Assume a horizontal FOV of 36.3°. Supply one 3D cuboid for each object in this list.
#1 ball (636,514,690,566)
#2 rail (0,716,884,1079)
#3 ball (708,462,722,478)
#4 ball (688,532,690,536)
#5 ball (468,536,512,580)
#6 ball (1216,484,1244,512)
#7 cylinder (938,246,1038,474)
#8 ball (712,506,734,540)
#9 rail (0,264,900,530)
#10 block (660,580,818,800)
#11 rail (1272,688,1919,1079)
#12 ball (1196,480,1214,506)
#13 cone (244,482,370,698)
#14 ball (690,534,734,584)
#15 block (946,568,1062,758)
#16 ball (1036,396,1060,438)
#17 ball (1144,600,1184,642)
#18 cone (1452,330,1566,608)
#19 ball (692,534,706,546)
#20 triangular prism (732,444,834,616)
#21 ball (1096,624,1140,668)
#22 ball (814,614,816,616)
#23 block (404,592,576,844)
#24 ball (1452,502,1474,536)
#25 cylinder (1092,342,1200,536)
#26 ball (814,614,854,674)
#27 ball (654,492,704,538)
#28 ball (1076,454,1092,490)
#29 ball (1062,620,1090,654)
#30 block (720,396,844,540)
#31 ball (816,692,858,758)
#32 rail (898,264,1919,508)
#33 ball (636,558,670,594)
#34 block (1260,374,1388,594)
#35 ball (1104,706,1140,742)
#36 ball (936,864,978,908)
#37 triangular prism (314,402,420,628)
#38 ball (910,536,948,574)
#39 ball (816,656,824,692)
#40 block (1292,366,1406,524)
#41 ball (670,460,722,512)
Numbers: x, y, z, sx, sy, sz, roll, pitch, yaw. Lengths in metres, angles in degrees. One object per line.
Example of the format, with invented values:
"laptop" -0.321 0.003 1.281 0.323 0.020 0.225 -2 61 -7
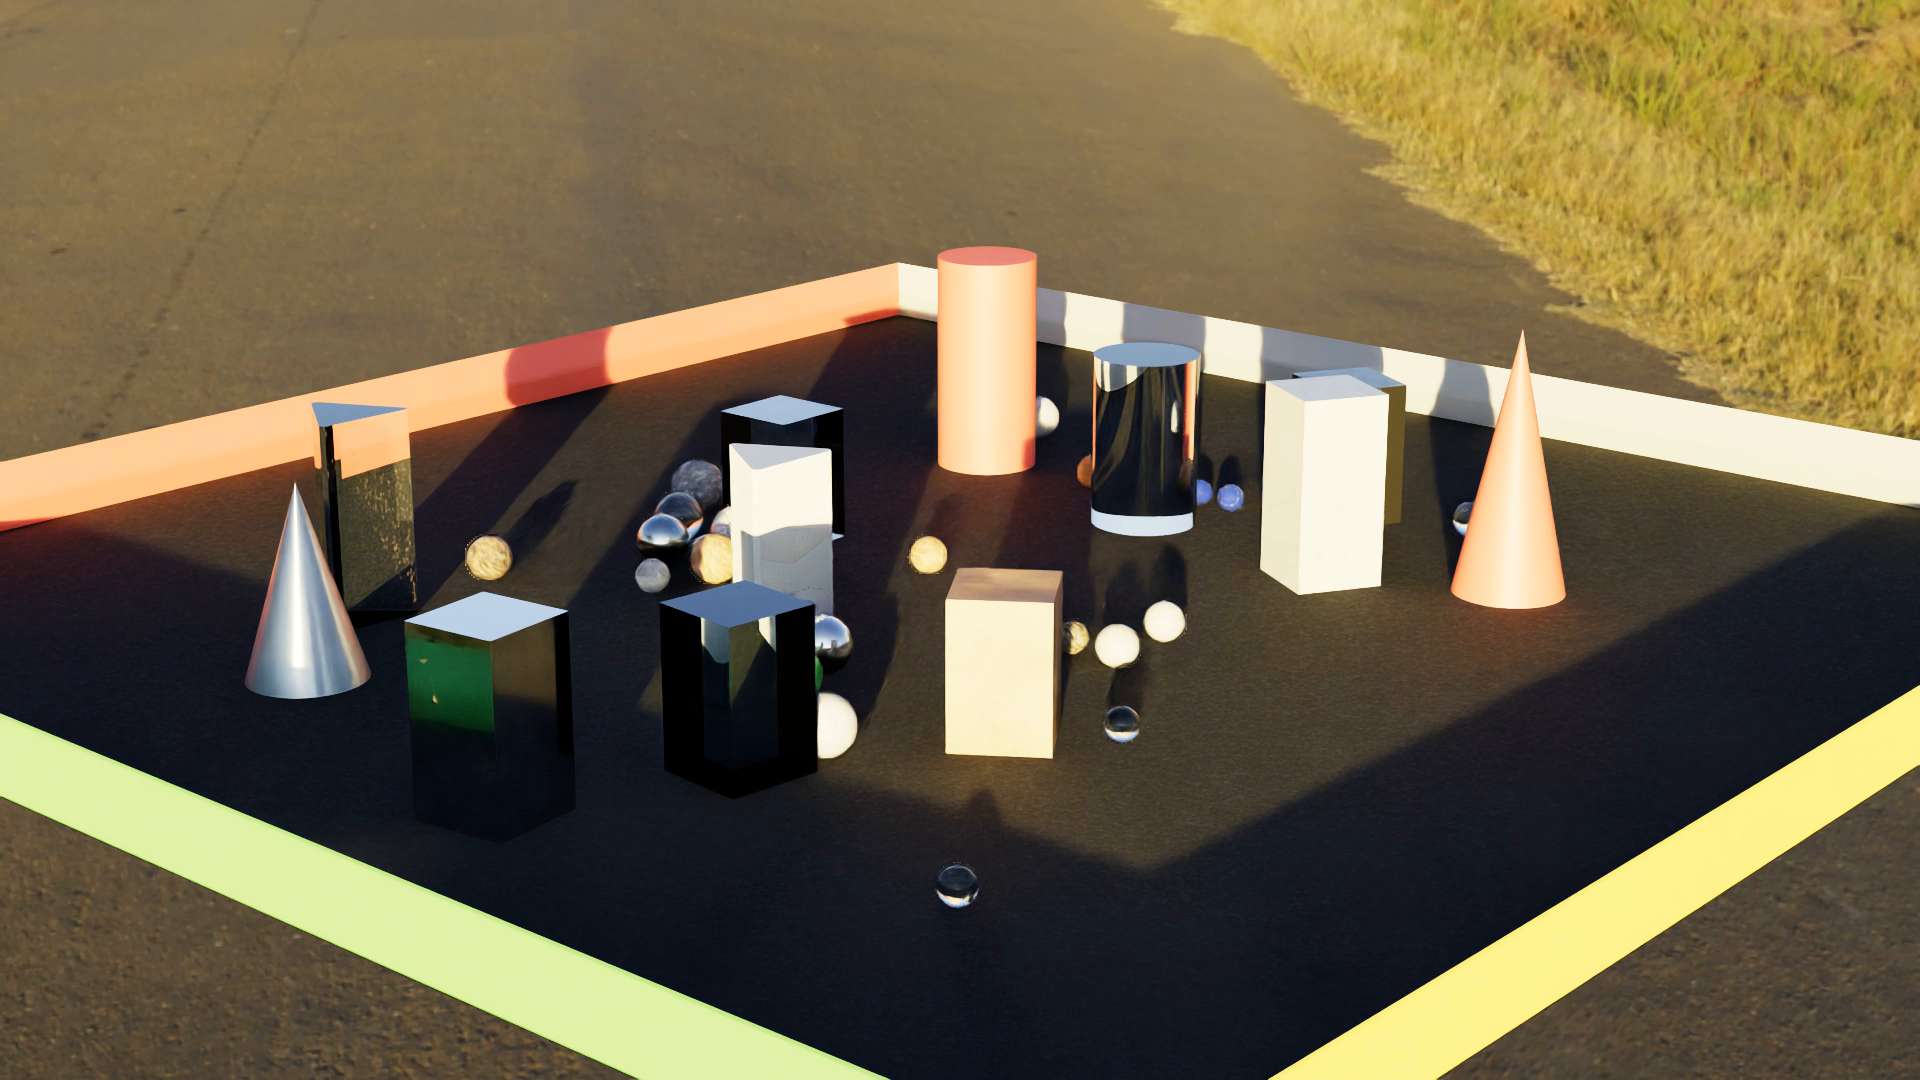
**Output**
"ball" -0.535 0.002 5.286 0.095 0.095 0.095 0 17 0
"rail" -1.051 0.382 3.961 3.234 0.130 0.045 14 22 39
"ball" -0.498 -0.121 5.753 0.061 0.061 0.061 0 17 0
"ball" -0.517 -0.002 5.384 0.045 0.045 0.045 0 17 0
"ball" -0.836 0.031 5.213 0.080 0.080 0.080 0 17 0
"ball" 0.520 -0.081 5.635 0.052 0.052 0.052 0 17 0
"cylinder" 0.055 -0.363 5.924 0.200 0.426 0.200 0 17 0
"ball" -0.410 -0.019 5.366 0.089 0.089 0.089 0 17 0
"rail" -1.203 -0.269 6.120 0.045 0.130 3.254 14 22 39
"block" -0.323 0.216 4.286 0.160 0.260 0.160 -15 22 -41
"rail" 1.203 0.334 4.120 0.045 0.130 3.254 14 22 39
"ball" 0.466 -0.092 5.676 0.049 0.049 0.049 0 17 0
"cone" -1.049 0.065 4.674 0.200 0.327 0.200 0 17 0
"ball" -0.434 0.033 5.193 0.089 0.089 0.089 0 17 0
"block" 0.068 0.184 4.426 0.160 0.243 0.160 2 17 6
"ball" 0.166 -0.258 6.163 0.086 0.086 0.086 0 17 0
"ball" 0.341 0.136 4.886 0.069 0.069 0.069 0 17 0
"cone" 0.964 -0.136 5.090 0.200 0.470 0.200 0 17 0
"ball" -0.458 0.019 5.297 0.056 0.056 0.056 0 17 0
"triangular prism" -0.328 0.003 4.905 0.150 0.312 0.173 15 22 41
"ball" 0.256 0.172 4.761 0.072 0.072 0.072 0 17 0
"ball" -0.273 0.146 4.823 0.085 0.085 0.085 0 17 0
"block" -0.658 0.247 4.121 0.160 0.296 0.160 11 20 32
"ball" 0.953 -0.038 5.464 0.068 0.068 0.068 0 17 0
"cylinder" 0.349 -0.192 5.529 0.200 0.325 0.200 0 17 0
"ball" -0.220 0.169 4.730 0.096 0.096 0.096 0 17 0
"ball" -0.522 -0.043 5.441 0.091 0.091 0.091 0 17 0
"ball" 0.264 -0.134 5.780 0.070 0.070 0.070 0 17 0
"ball" 0.185 0.160 4.828 0.055 0.055 0.055 0 17 0
"block" -0.328 -0.122 5.436 0.160 0.246 0.160 14 22 38
"ball" -0.201 0.276 4.367 0.100 0.100 0.100 0 17 0
"rail" 1.051 -0.317 6.279 3.234 0.130 0.045 14 22 39
"ball" -0.539 0.063 5.141 0.061 0.061 0.061 0 17 0
"block" 0.643 -0.100 5.184 0.160 0.348 0.160 -6 18 -18
"ball" 0.246 0.278 4.436 0.055 0.055 0.055 0 17 0
"ball" -0.003 0.455 3.849 0.056 0.056 0.056 0 17 0
"triangular prism" -1.045 -0.047 4.988 0.150 0.360 0.173 16 23 42
"ball" -0.056 0.026 5.253 0.067 0.067 0.067 0 17 0
"ball" -0.257 0.211 4.609 0.084 0.084 0.084 0 17 0
"block" 0.734 -0.175 5.573 0.160 0.268 0.160 -6 18 -19
"ball" -0.506 -0.103 5.627 0.099 0.099 0.099 0 17 0
